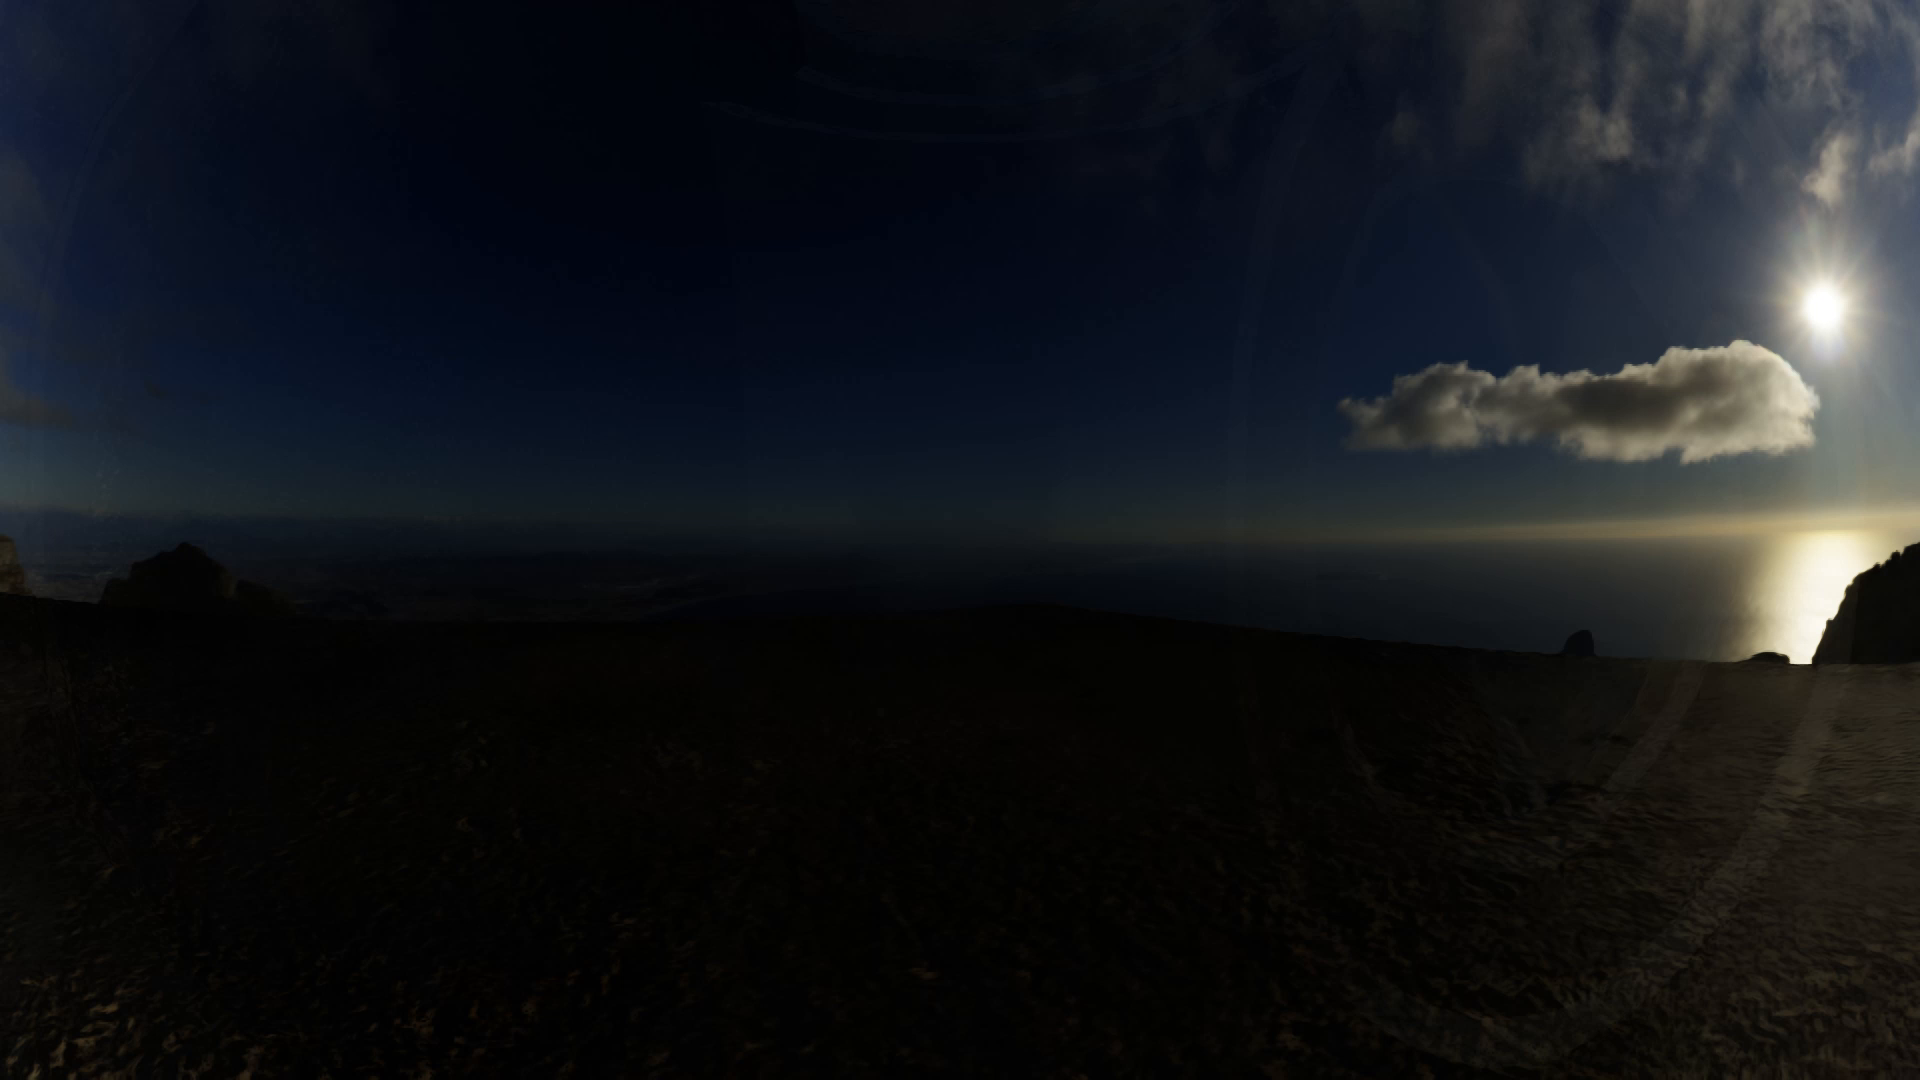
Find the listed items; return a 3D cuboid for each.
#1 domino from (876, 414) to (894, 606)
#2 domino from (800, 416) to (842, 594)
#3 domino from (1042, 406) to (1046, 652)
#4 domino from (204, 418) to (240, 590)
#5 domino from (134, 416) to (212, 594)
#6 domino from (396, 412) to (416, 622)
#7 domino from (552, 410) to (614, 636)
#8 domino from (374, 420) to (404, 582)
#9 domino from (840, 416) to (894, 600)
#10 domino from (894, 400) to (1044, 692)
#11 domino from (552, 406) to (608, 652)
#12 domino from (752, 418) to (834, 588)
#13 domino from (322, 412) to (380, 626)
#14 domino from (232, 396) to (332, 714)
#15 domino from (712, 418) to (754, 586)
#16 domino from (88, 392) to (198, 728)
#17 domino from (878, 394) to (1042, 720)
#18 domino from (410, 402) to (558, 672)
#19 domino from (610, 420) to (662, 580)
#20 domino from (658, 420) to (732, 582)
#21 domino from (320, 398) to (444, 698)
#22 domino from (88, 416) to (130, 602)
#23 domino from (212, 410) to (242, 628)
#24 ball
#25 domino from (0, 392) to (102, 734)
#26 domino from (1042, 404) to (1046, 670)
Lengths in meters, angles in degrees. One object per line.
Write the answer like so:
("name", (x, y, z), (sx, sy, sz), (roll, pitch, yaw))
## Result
("domino", (-0.009, -0.008, 0.346), (0.025, 0.050, 0.009), (-3, 5, -33))
("domino", (-0.034, -0.010, 0.374), (0.009, 0.050, 0.025), (4, 6, 43))
("domino", (0.005, -0.002, 0.265), (0.025, 0.050, 0.009), (0, 4, 3))
("domino", (-0.218, -0.011, 0.383), (0.010, 0.050, 0.025), (-4, 6, -44))
("domino", (-0.228, -0.010, 0.372), (0.025, 0.050, 0.009), (3, 6, 39))
("domino", (-0.127, -0.006, 0.316), (0.009, 0.050, 0.025), (0, 4, 6))
("domino", (-0.091, -0.004, 0.286), (0.025, 0.050, 0.009), (-2, 5, -24))
("domino", (-0.182, -0.013, 0.405), (0.009, 0.050, 0.025), (-2, 5, -20))
("domino", (-0.020, -0.009, 0.360), (0.025, 0.050, 0.009), (-4, 6, -40))
("domino", (0.002, 0.001, 0.224), (0.025, 0.050, 0.010), (0, 4, 6))
("domino", (-0.087, -0.002, 0.266), (0.025, 0.050, 0.009), (0, 4, 3))
("domino", (-0.050, -0.012, 0.388), (0.010, 0.050, 0.025), (3, 5, 36))
("domino", (-0.151, -0.006, 0.311), (0.009, 0.050, 0.025), (-4, 6, -42))
("domino", (-0.113, 0.002, 0.214), (0.009, 0.050, 0.025), (-3, 5, -36))
("domino", (-0.064, -0.012, 0.397), (0.009, 0.050, 0.025), (3, 5, 31))
("domino", (-0.129, 0.002, 0.204), (0.010, 0.050, 0.025), (-2, 5, -25))
("domino", (0.000, 0.002, 0.201), (0.025, 0.050, 0.009), (0, 4, 0))
("domino", (-0.091, -0.001, 0.246), (0.025, 0.050, 0.010), (1, 4, 17))
("domino", (-0.104, -0.013, 0.413), (0.009, 0.050, 0.025), (1, 4, 10))
("domino", (-0.084, -0.013, 0.407), (0.009, 0.050, 0.025), (2, 5, 23))
("domino", (-0.102, 0.001, 0.224), (0.025, 0.050, 0.009), (3, 5, 38))
("domino", (-0.241, -0.009, 0.353), (0.025, 0.050, 0.009), (2, 5, 30))
("domino", (-0.161, -0.005, 0.297), (0.025, 0.050, 0.010), (3, 5, 35))
("ball", (0.000, -0.002, 0.056), (0.080, 0.080, 0.080), (0, 4, 0))
("domino", (-0.144, 0.003, 0.199), (0.010, 0.050, 0.025), (-1, 4, -16))
("domino", (0.004, -0.001, 0.245), (0.025, 0.050, 0.010), (0, 4, 5))
